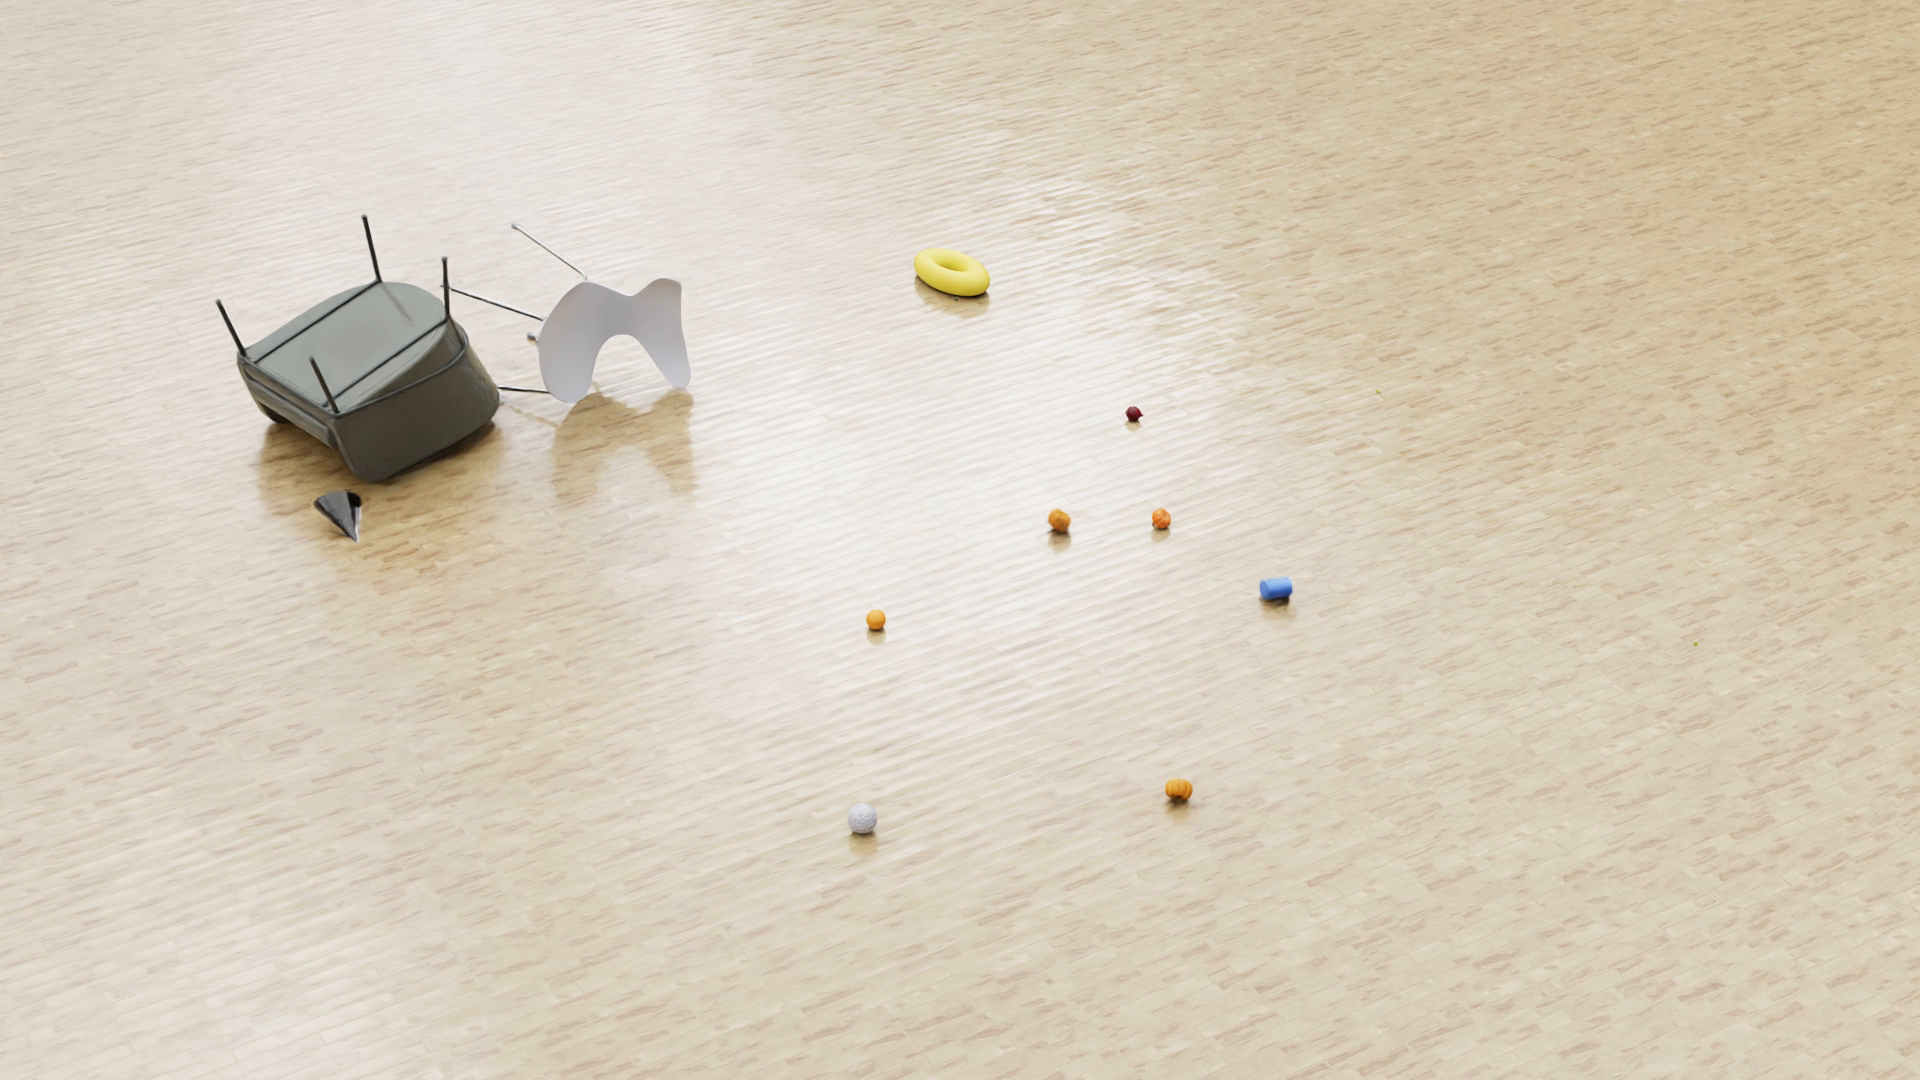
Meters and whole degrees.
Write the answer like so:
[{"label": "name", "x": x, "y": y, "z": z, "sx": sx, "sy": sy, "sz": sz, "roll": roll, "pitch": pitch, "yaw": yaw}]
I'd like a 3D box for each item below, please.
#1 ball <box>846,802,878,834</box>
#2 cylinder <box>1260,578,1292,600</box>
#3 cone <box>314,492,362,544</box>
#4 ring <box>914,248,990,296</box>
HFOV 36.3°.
[{"label": "ball", "x": -0.315, "y": 0.900, "z": 9.487, "sx": 0.101, "sy": 0.101, "sz": 0.101, "roll": 0, "pitch": 33, "yaw": 0}, {"label": "cylinder", "x": 1.144, "y": 0.176, "z": 10.603, "sx": 0.093, "sy": 0.068, "sz": 0.102, "roll": -7, "pitch": -2, "yaw": -11}, {"label": "cone", "x": -2.293, "y": -0.062, "z": 10.979, "sx": 0.202, "sy": 0.119, "sz": 0.215, "roll": 3, "pitch": 44, "yaw": -42}, {"label": "ring", "x": -0.035, "y": -1.152, "z": 12.599, "sx": 0.235, "sy": 0.105, "sz": 0.405, "roll": -28, "pitch": 42, "yaw": -37}]
